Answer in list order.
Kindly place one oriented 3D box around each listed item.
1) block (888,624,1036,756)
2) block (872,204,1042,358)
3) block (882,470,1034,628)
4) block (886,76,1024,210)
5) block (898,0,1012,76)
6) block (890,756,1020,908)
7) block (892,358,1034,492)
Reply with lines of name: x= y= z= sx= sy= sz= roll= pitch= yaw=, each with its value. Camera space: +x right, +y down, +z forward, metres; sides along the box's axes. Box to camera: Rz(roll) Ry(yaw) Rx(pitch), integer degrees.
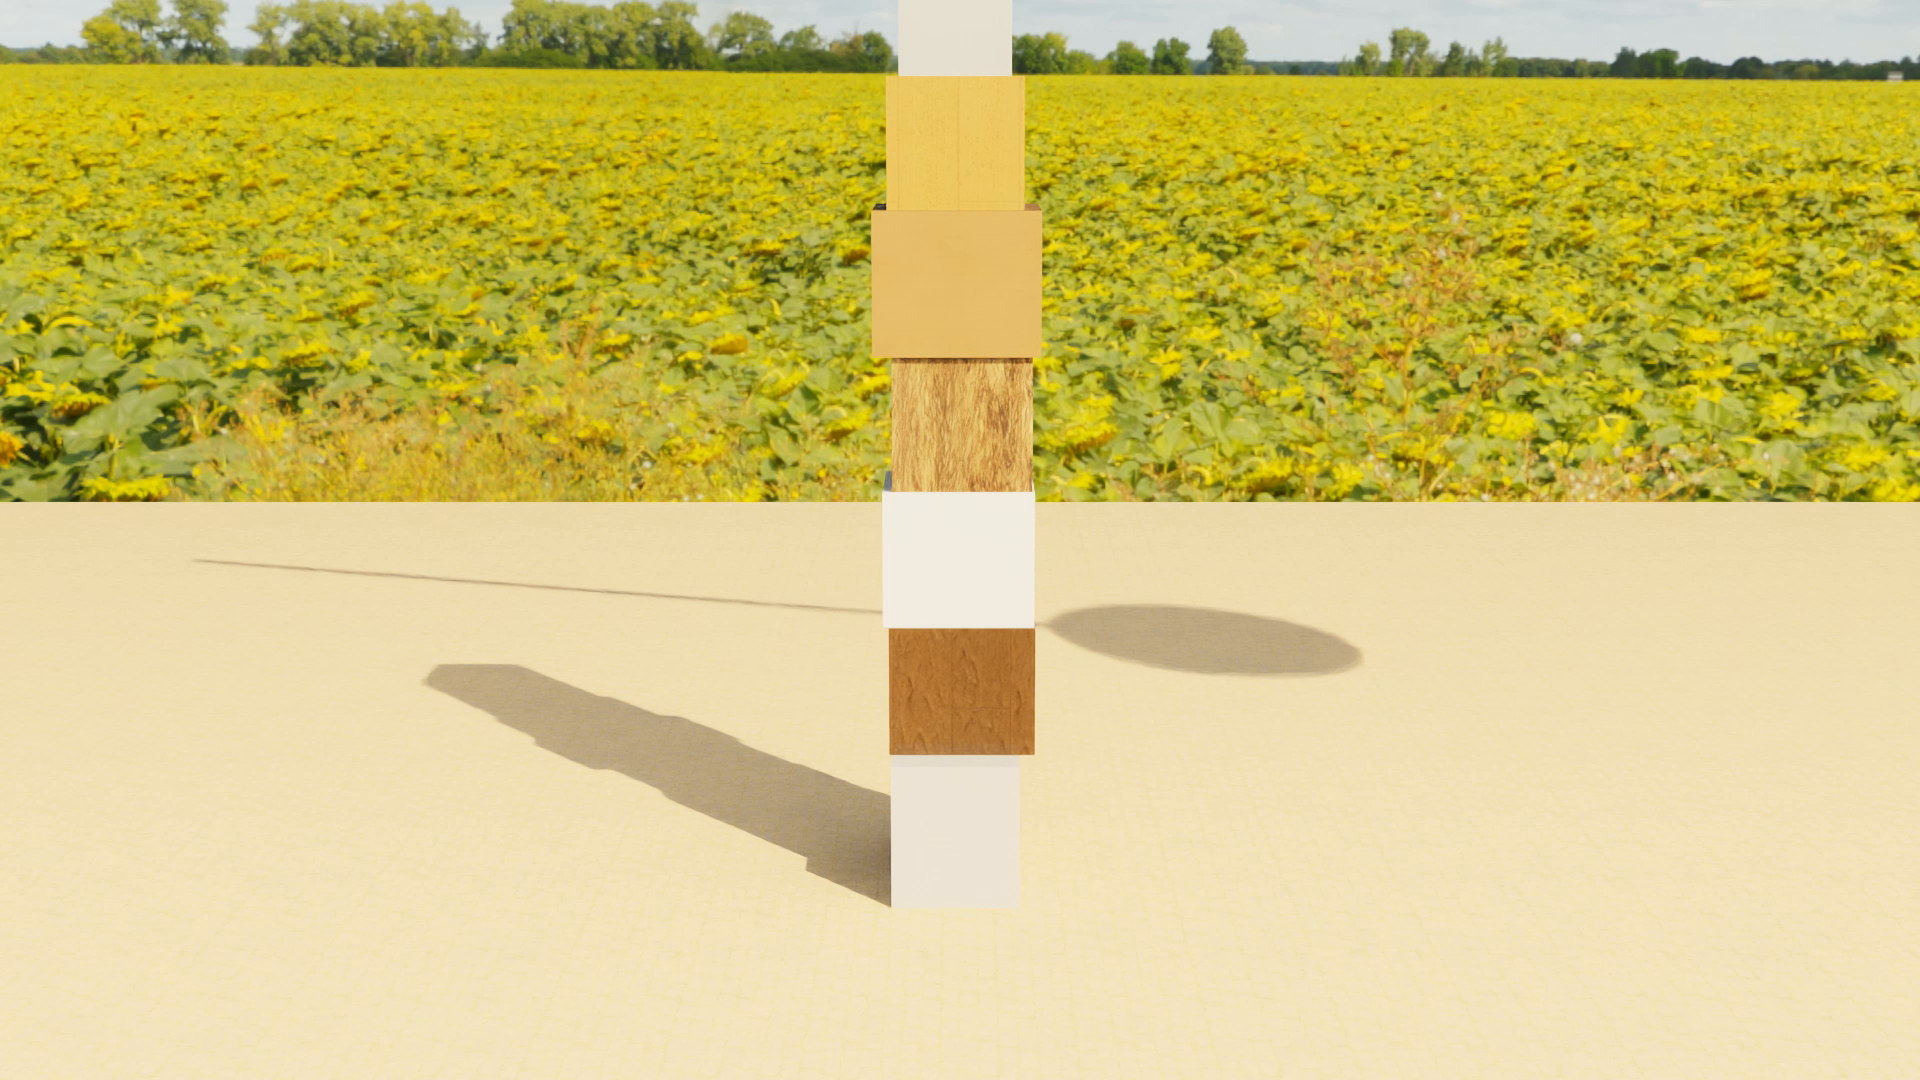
block: x=0.009 y=0.591 z=11.288 sx=0.625 sy=0.555 sz=0.662 roll=0 pitch=10 yaw=0
block: x=-0.014 y=-1.118 z=10.978 sx=0.707 sy=0.609 sz=0.619 roll=0 pitch=10 yaw=0
block: x=-0.006 y=0.032 z=11.186 sx=0.645 sy=0.581 sz=0.614 roll=0 pitch=10 yaw=0
block: x=-0.019 y=-1.688 z=10.874 sx=0.572 sy=0.549 sz=0.561 roll=0 pitch=10 yaw=0
block: x=-0.019 y=-2.224 z=10.777 sx=0.466 sy=0.541 sz=0.540 roll=0 pitch=10 yaw=0
block: x=-0.020 y=1.216 z=11.137 sx=0.544 sy=0.622 sz=0.518 roll=0 pitch=10 yaw=0
block: x=0.010 y=-0.536 z=11.083 sx=0.594 sy=0.574 sz=0.567 roll=0 pitch=10 yaw=0
